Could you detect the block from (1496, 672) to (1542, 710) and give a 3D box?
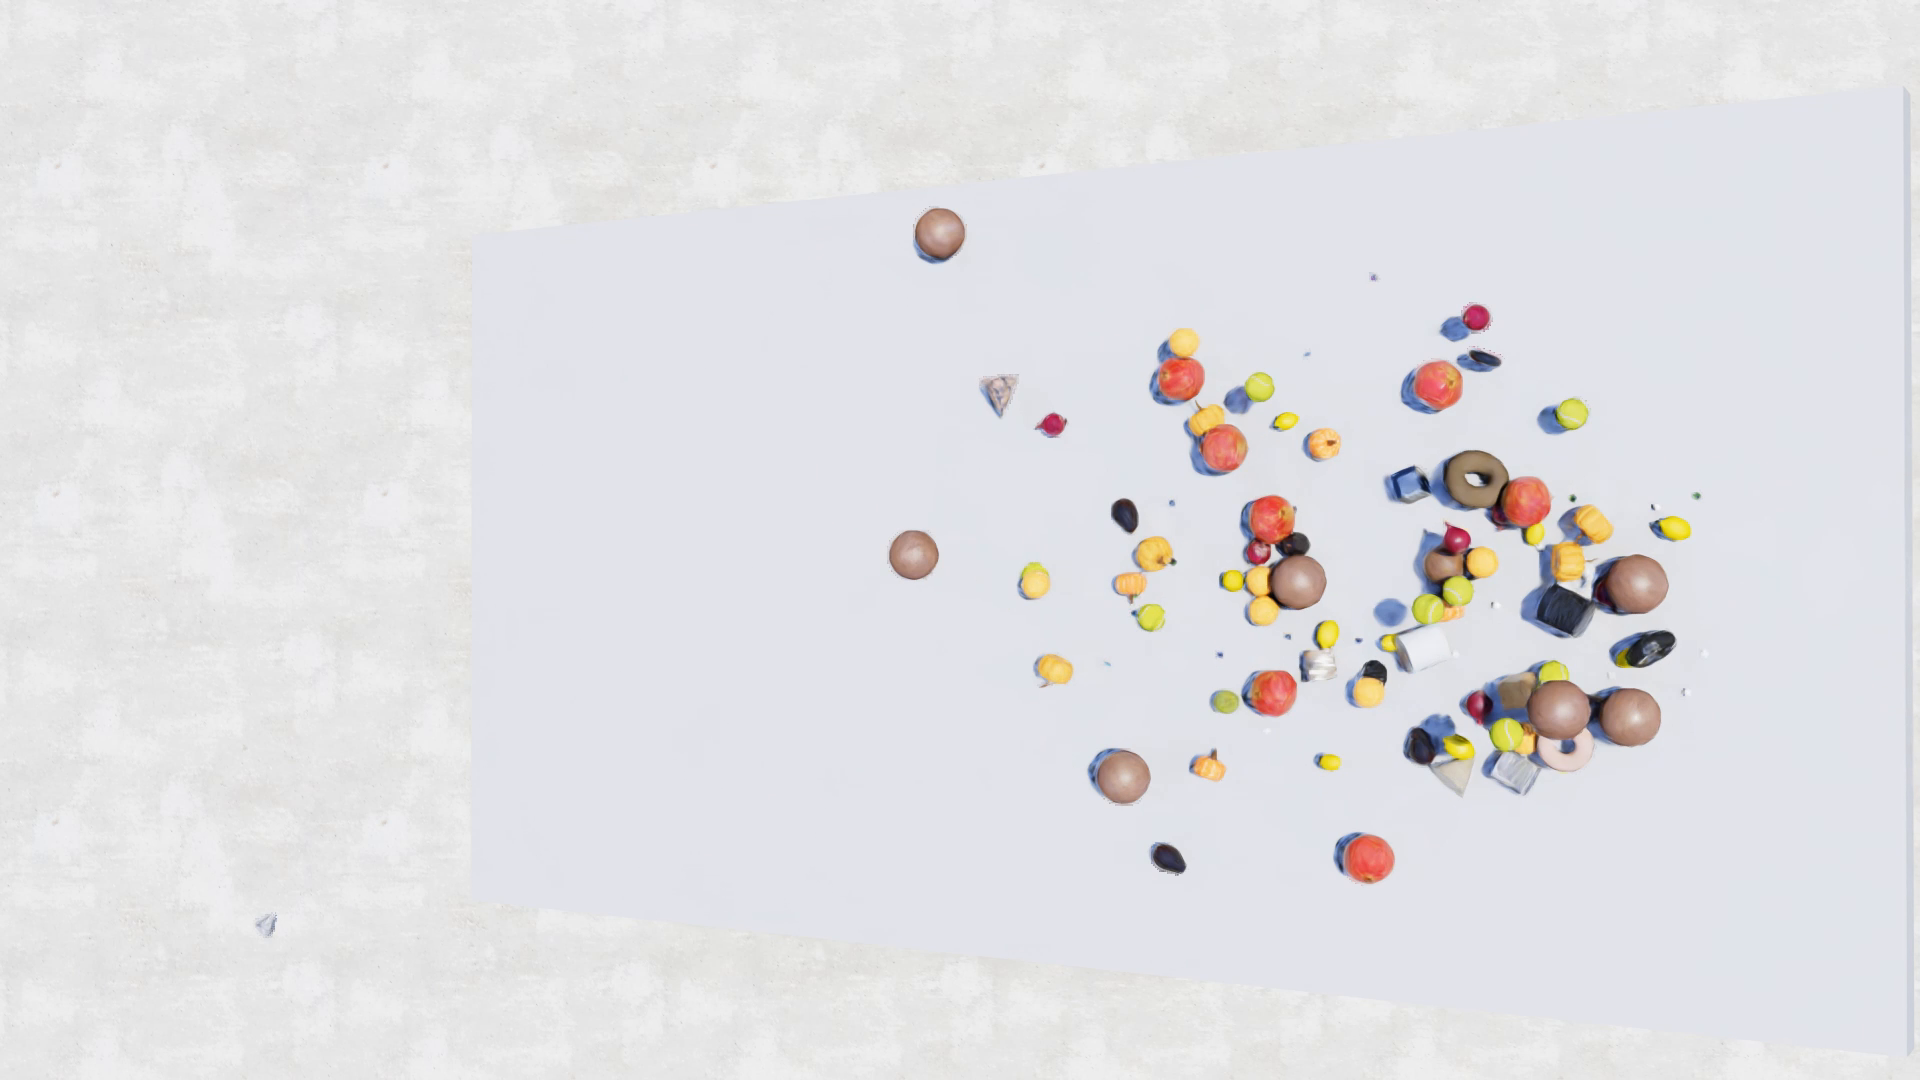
[{"bbox_3d":[1.244,0.335,4.894,0.062,0.062,0.062,-24,99,-41],"label":"block"}]

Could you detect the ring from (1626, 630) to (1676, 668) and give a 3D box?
[{"bbox_3d":[1.487,0.235,4.732,0.116,0.116,0.039,-25,63,0],"label":"ring"}]

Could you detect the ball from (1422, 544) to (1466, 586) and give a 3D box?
[{"bbox_3d":[1.098,0.056,4.984,0.096,0.096,0.096,0,89,0],"label":"ball"}]

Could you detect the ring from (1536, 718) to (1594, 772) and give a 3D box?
[{"bbox_3d":[1.325,0.449,4.815,0.122,0.041,0.122,5,105,19],"label":"ring"}]

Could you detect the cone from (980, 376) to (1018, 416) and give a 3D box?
[{"bbox_3d":[0.104,-0.360,5.562,0.096,0.096,0.096,-6,89,0],"label":"cone"}]

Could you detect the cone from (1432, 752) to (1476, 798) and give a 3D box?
[{"bbox_3d":[1.139,0.515,4.986,0.096,0.096,0.096,-44,90,-5],"label":"cone"}]

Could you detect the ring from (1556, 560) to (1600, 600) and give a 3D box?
[{"bbox_3d":[1.365,0.091,4.858,0.098,0.033,0.098,-1,89,33],"label":"ring"}]

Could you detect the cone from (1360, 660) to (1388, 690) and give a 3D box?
[{"bbox_3d":[0.947,0.314,5.091,0.067,0.067,0.067,0,89,32],"label":"cone"}]

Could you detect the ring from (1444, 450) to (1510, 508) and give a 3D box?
[{"bbox_3d":[1.159,-0.137,4.937,0.148,0.049,0.148,1,58,-1],"label":"ring"}]

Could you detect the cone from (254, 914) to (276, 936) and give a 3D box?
[{"bbox_3d":[-2.087,1.152,6.642,0.061,0.061,0.061,42,95,0],"label":"cone"}]

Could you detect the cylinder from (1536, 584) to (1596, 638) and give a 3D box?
[{"bbox_3d":[1.328,0.156,4.819,0.091,0.091,0.091,29,89,33],"label":"cylinder"}]

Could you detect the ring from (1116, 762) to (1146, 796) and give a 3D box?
[{"bbox_3d":[0.422,0.590,5.433,0.084,0.028,0.084,0,91,32],"label":"ring"}]

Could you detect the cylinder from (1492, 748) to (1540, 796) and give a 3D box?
[{"bbox_3d":[1.240,0.517,4.903,0.077,0.077,0.077,32,89,29],"label":"cylinder"}]

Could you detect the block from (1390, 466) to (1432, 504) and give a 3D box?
[{"bbox_3d":[1.034,-0.126,5.038,0.061,0.061,0.061,-25,64,31],"label":"block"}]

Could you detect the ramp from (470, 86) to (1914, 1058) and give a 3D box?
[{"bbox_3d":[0.264,0.073,5.609,4.000,0.100,2.000,0,89,31],"label":"ramp"}]

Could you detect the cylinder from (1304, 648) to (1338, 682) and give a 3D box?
[{"bbox_3d":[0.844,0.293,5.150,0.070,0.070,0.070,-8,84,0],"label":"cylinder"}]
